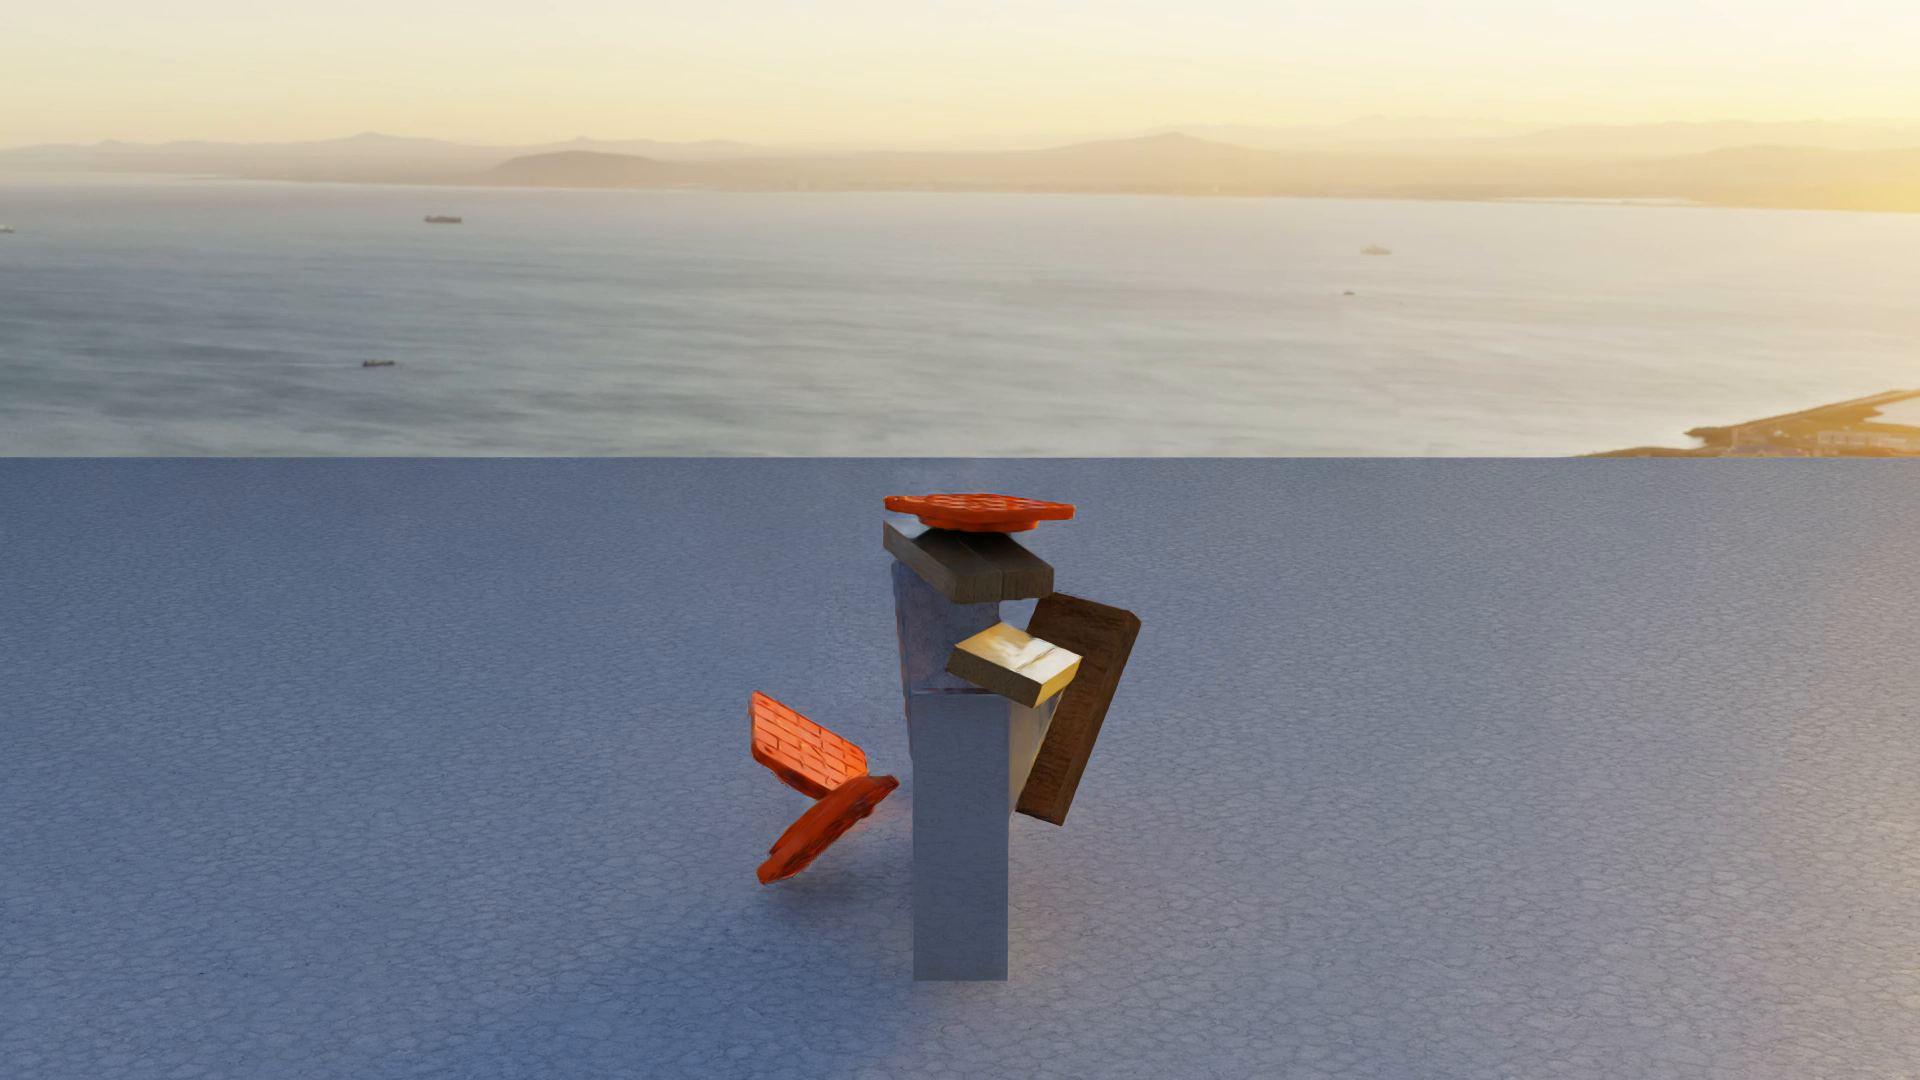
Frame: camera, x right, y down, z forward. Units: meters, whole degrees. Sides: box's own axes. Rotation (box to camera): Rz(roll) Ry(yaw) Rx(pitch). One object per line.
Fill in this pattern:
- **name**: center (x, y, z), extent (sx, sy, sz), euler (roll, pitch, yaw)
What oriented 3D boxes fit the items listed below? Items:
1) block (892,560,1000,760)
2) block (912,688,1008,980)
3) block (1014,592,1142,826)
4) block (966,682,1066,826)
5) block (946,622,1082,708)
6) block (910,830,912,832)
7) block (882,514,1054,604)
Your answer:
- **block**: center (-0.014, 0.204, 3.851), extent (0.175, 0.349, 0.049), euler (-2, -13, -16)
- **block**: center (0.001, 0.439, 3.272), extent (0.141, 0.442, 0.040), euler (0, 11, 0)
- **block**: center (0.153, 0.274, 3.643), extent (0.175, 0.366, 0.049), euler (14, -15, 34)
- **block**: center (0.048, 0.326, 3.449), extent (0.141, 0.283, 0.040), euler (23, 10, 8)
- **block**: center (0.085, 0.187, 3.326), extent (0.141, 0.040, 0.283), euler (23, 10, 12)
- **block**: center (-0.016, 0.455, 3.503), extent (0.070, 0.020, 0.140), euler (27, 19, 19)
- **block**: center (0.009, 0.029, 3.778), extent (0.175, 0.049, 0.349), euler (-4, 17, -22)
